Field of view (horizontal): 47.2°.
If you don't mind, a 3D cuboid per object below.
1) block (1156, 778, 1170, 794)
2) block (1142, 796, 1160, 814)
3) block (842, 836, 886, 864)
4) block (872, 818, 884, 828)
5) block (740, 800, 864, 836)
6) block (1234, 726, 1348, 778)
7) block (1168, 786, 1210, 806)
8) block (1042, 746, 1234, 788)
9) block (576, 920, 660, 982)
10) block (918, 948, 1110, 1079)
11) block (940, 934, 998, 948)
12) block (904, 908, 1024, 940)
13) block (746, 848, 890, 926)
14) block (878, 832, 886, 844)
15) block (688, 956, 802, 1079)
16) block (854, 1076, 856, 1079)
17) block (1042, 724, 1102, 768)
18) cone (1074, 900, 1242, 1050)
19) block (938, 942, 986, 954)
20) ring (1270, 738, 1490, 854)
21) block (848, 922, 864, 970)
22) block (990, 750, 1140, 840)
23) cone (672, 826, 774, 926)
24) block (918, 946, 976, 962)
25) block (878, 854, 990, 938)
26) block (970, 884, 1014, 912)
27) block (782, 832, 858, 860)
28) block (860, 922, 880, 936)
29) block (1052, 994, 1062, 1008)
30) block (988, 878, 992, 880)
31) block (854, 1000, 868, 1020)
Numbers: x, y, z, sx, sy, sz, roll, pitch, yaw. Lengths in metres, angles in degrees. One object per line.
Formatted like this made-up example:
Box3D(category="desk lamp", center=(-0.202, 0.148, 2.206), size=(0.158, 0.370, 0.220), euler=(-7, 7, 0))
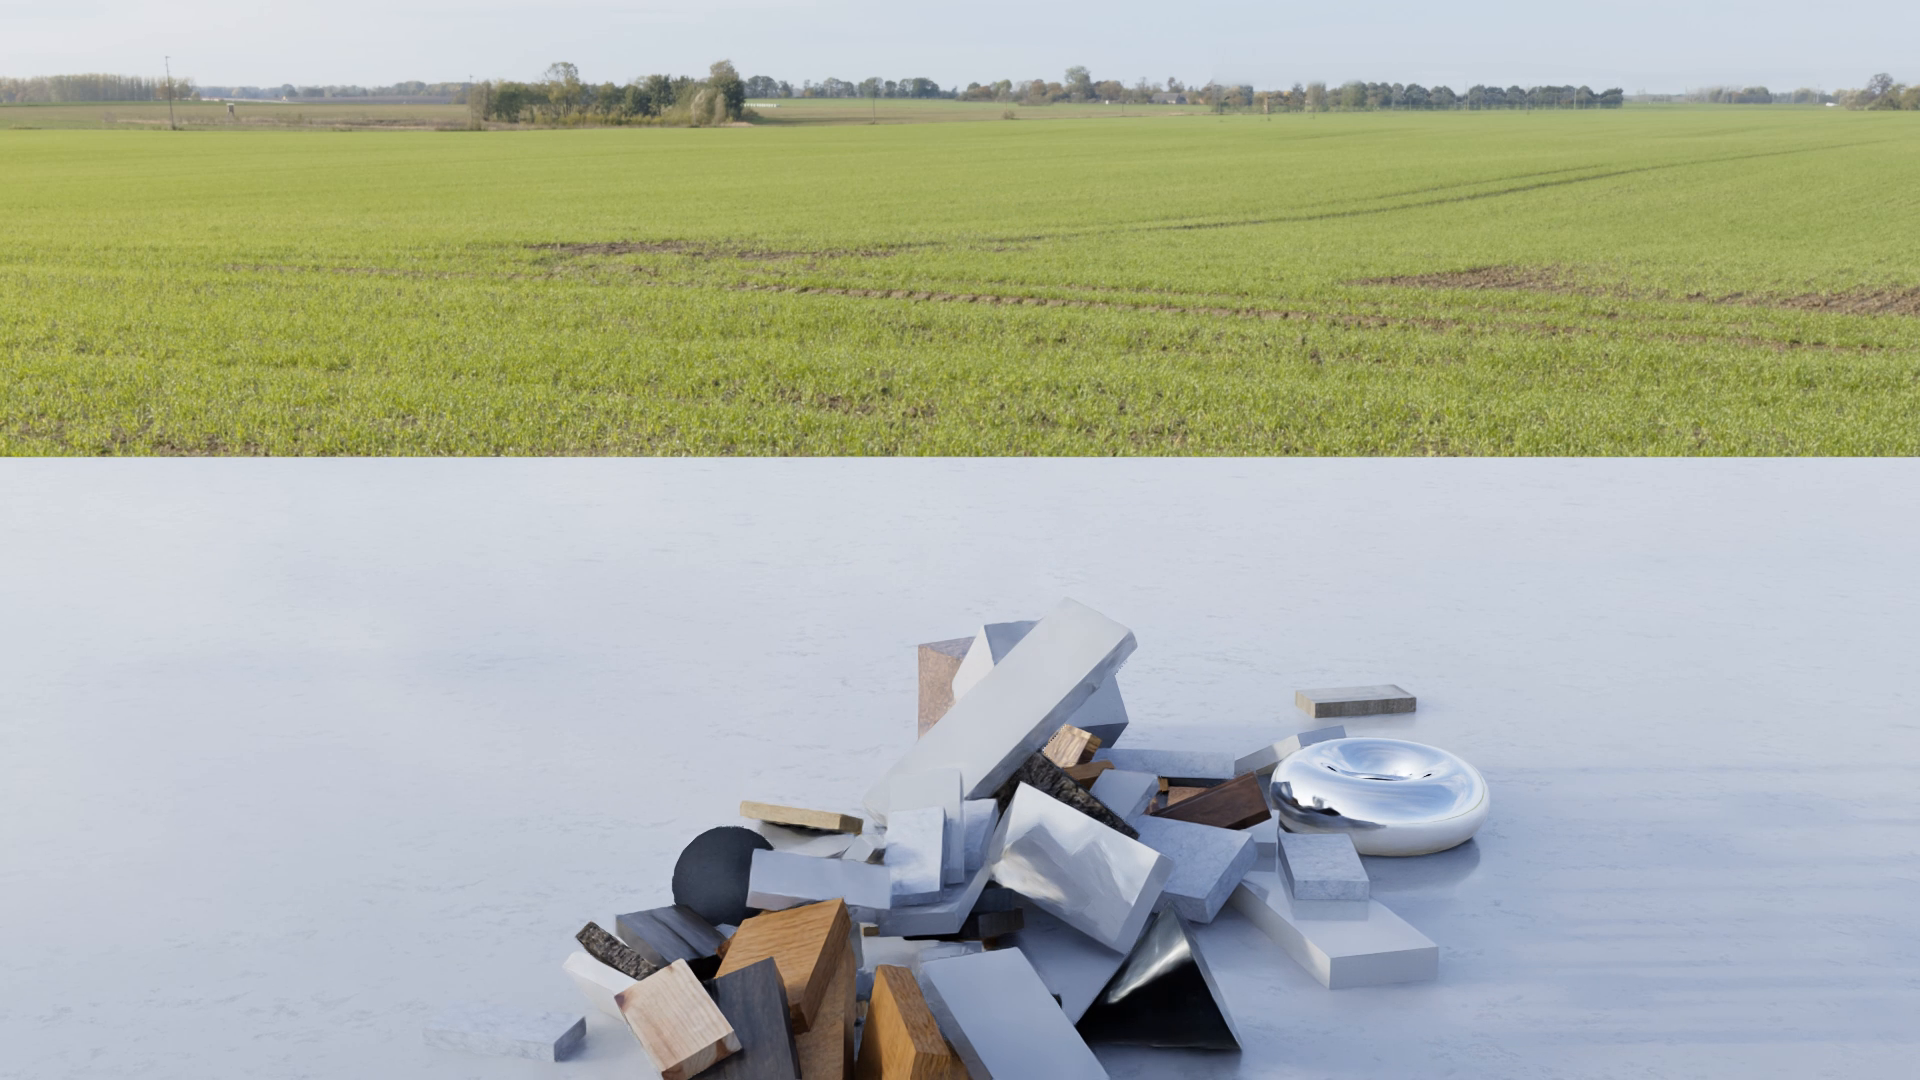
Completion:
Box3D(category="block", center=(0.309, 0.471, 4.080), size=(0.160, 0.023, 0.080), euler=(-7, -21, 8))
Box3D(category="block", center=(0.300, 0.502, 3.881), size=(0.110, 0.031, 0.265), euler=(-7, 22, 1))
Box3D(category="block", center=(-0.192, 0.543, 3.307), size=(0.031, 0.220, 0.110), euler=(36, 0, 13))
Box3D(category="block", center=(-0.064, 0.491, 4.049), size=(0.183, 0.026, 0.091), euler=(-10, -5, -44))
Box3D(category="block", center=(-0.286, 0.502, 3.969), size=(0.200, 0.028, 0.100), euler=(4, -11, 23))
Box3D(category="block", center=(0.625, 0.412, 4.237), size=(0.118, 0.033, 0.236), euler=(-7, -16, -33))
Box3D(category="block", center=(0.413, 0.477, 3.940), size=(0.080, 0.023, 0.160), euler=(1, 11, 7))
Box3D(category="block", center=(0.335, 0.438, 4.124), size=(0.354, 0.050, 0.177), euler=(1, -19, 7))
Box3D(category="block", center=(-0.463, 0.629, 3.159), size=(0.032, 0.113, 0.226), euler=(-44, 30, -20))
Box3D(category="block", center=(0.068, 0.661, 2.953), size=(0.149, 0.042, 0.299), euler=(-5, 27, -23))
Box3D(category="block", center=(0.015, 0.614, 3.362), size=(0.066, 0.019, 0.131), euler=(-4, -8, 11))
Box3D(category="block", center=(0.008, 0.588, 3.372), size=(0.118, 0.034, 0.237), euler=(-5, -7, 17))
Box3D(category="block", center=(-0.203, 0.501, 3.178), size=(0.202, 0.029, 0.101), euler=(9, 28, -6))
Box3D(category="block", center=(-0.044, 0.511, 3.935), size=(0.099, 0.028, 0.199), euler=(-15, -2, 41))
Box3D(category="block", center=(-0.280, 0.645, 2.726), size=(0.152, 0.043, 0.304), euler=(-21, 25, -2))
Box3D(category="block", center=(-0.197, 0.728, 2.866), size=(0.074, 0.021, 0.148), euler=(8, 13, 37))
Box3D(category="block", center=(0.174, 0.435, 4.003), size=(0.028, 0.199, 0.099), euler=(33, -9, -34))
Box3D(category="cone", center=(0.242, 0.652, 3.062), size=(0.224, 0.224, 0.224), euler=(-26, 10, 4))
Box3D(category="block", center=(0.005, 0.619, 3.281), size=(0.066, 0.019, 0.131), euler=(-1, -20, 4))
Box3D(category="ring", center=(0.761, 0.463, 4.001), size=(0.396, 0.132, 0.396), euler=(0, 12, 0))
Box3D(category="block", center=(-0.181, 0.596, 3.241), size=(0.025, 0.087, 0.174), euler=(-8, -6, 12))
Box3D(category="block", center=(0.134, 0.460, 3.648), size=(0.324, 0.162, 0.046), euler=(37, 0, 41))
Box3D(category="cone", center=(-0.359, 0.567, 3.572), size=(0.179, 0.179, 0.179), euler=(1, -16, 6))
Box3D(category="block", center=(-0.009, 0.613, 3.208), size=(0.066, 0.019, 0.131), euler=(-6, -21, 17))
Box3D(category="block", center=(-0.037, 0.534, 3.310), size=(0.118, 0.034, 0.237), euler=(-5, 11, 14))
Box3D(category="block", center=(0.013, 0.569, 3.493), size=(0.118, 0.034, 0.237), euler=(-2, -7, -5))
Box3D(category="block", center=(-0.236, 0.546, 3.843), size=(0.079, 0.022, 0.157), euler=(9, 14, 39))
Box3D(category="block", center=(-0.142, 0.608, 3.531), size=(0.056, 0.016, 0.112), euler=(-2, 11, -16))
Box3D(category="block", center=(0.113, 0.661, 3.127), size=(0.061, 0.017, 0.121), euler=(-4, -7, 2))
Box3D(category="block", center=(0.002, 0.560, 3.664), size=(0.070, 0.020, 0.140), euler=(-5, -5, 25))
Box3D(category="block", center=(-0.191, 0.664, 3.054), size=(0.069, 0.020, 0.138), euler=(-15, -5, -36))
